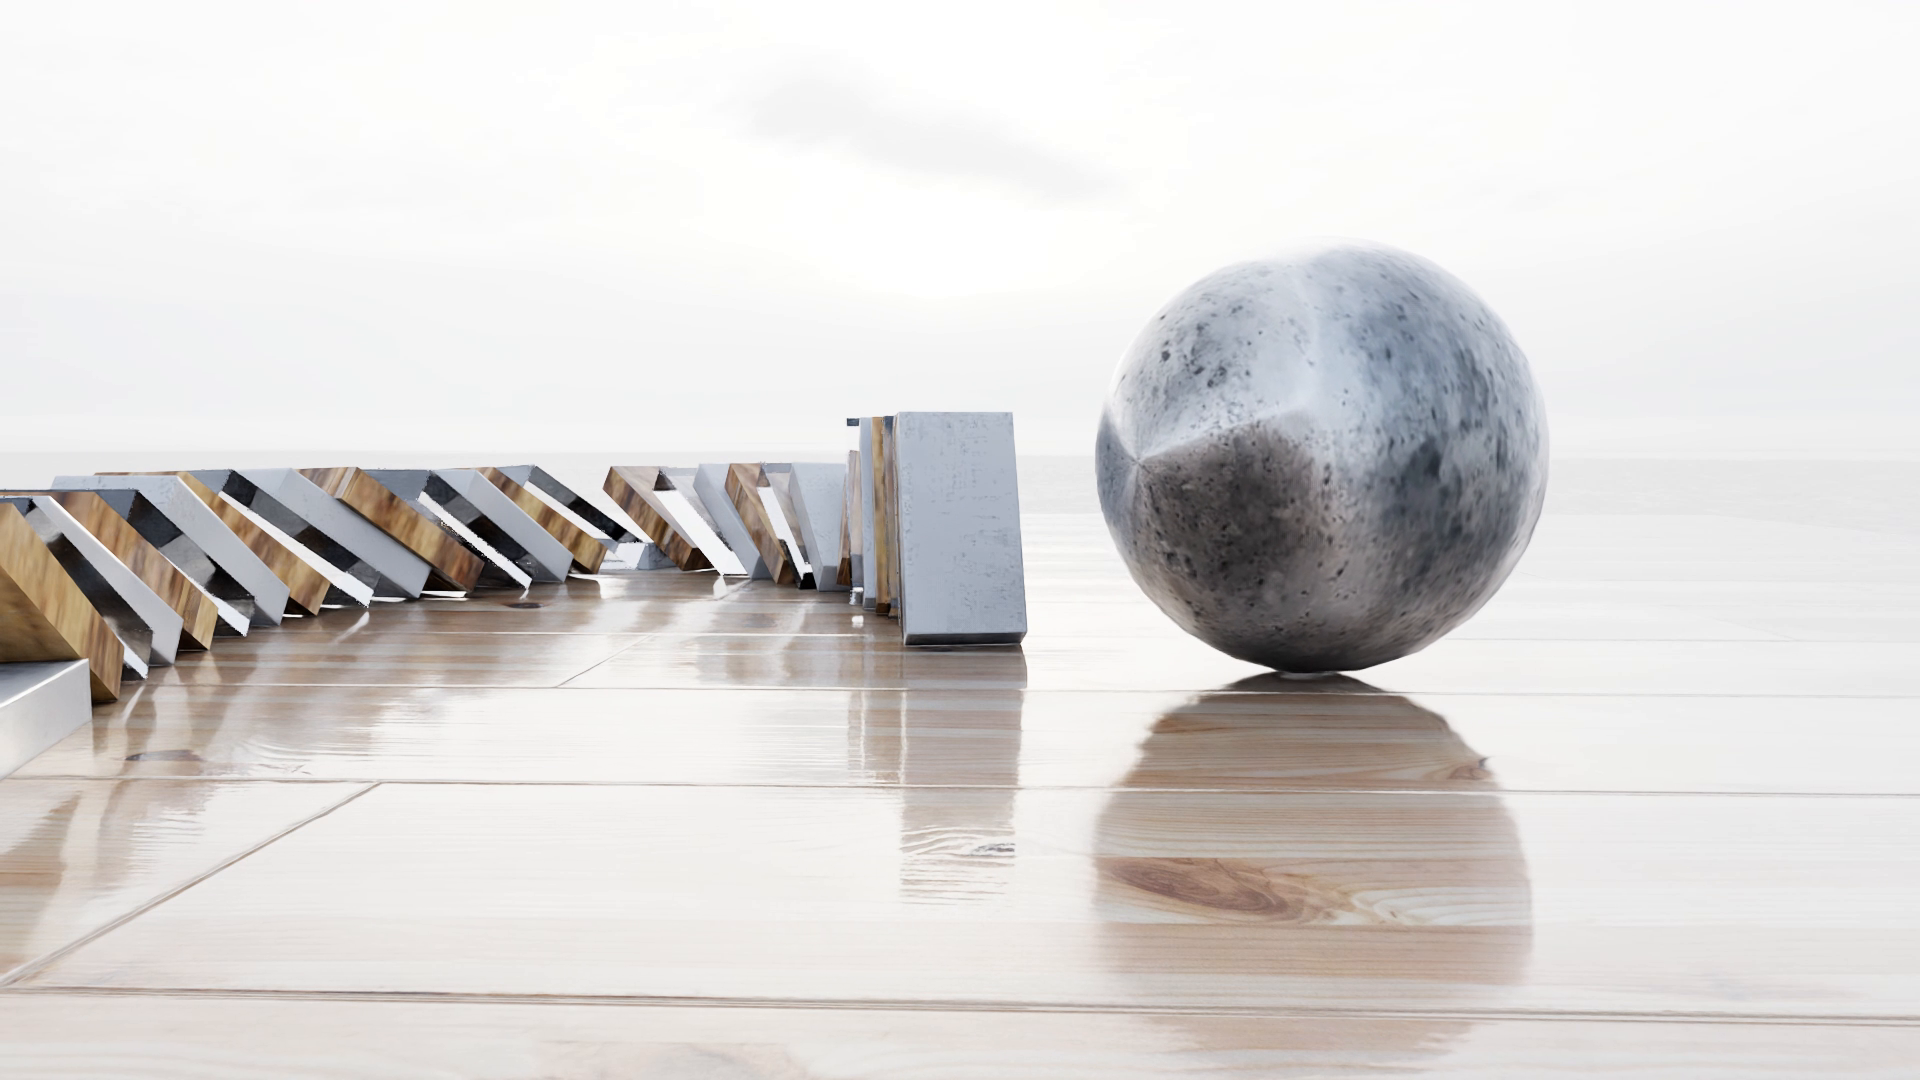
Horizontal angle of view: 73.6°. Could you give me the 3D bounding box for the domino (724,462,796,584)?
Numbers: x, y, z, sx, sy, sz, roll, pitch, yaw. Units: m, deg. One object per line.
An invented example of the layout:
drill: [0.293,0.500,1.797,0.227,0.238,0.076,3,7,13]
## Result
domino: [-0.055,-0.006,0.409,0.025,0.010,0.050,-3,40,-32]

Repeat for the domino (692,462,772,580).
domino: [-0.066,-0.007,0.422,0.025,0.010,0.050,-3,40,-37]

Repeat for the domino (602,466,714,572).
domino: [-0.099,-0.008,0.445,0.050,0.010,0.025,40,25,29]

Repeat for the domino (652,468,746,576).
domino: [-0.081,-0.007,0.435,0.025,0.010,0.050,-4,37,-43]

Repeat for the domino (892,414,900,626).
domino: [-0.003,-0.005,0.307,0.025,0.050,0.009,-1,-20,-7]

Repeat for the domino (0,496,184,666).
domino: [-0.162,0.009,0.225,0.025,0.009,0.050,-1,-27,-7]

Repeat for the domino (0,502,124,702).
domino: [-0.146,0.011,0.190,0.025,0.010,0.050,-2,-27,-17]

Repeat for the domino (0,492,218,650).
domino: [-0.166,0.007,0.244,0.025,0.009,0.050,0,-27,-5]

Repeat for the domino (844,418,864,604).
domino: [-0.018,-0.008,0.347,0.025,0.050,0.009,-1,-20,-9]

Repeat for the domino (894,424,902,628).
domino: [-0.002,-0.004,0.296,0.025,0.050,0.010,-1,-20,-7]

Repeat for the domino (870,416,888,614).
domino: [-0.009,-0.007,0.327,0.025,0.050,0.009,-1,-20,-7]

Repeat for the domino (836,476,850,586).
domino: [-0.021,-0.005,0.370,0.025,0.010,0.050,9,36,-9]

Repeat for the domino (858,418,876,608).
domino: [-0.013,-0.007,0.337,0.025,0.050,0.010,-1,-20,-7]

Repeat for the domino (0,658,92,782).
domino: [-0.138,0.025,0.170,0.025,0.009,0.050,-2,5,-20]

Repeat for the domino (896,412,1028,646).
domino: [0.000,-0.003,0.275,0.025,0.050,0.010,-1,-20,-7]

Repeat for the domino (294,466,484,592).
domino: [-0.157,-0.002,0.349,0.025,0.010,0.050,0,-30,24]

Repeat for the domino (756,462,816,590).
domino: [-0.044,-0.005,0.395,0.025,0.009,0.050,-2,40,-26]

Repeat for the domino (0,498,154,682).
domino: [-0.154,0.010,0.207,0.025,0.009,0.050,-2,-27,-13]

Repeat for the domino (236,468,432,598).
domino: [-0.166,-0.001,0.334,0.025,0.010,0.050,0,-30,25]

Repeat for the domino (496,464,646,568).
domino: [-0.129,-0.007,0.414,0.025,0.010,0.050,-1,-30,35]

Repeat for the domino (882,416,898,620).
domino: [-0.006,-0.006,0.317,0.025,0.050,0.010,-1,-20,-7]

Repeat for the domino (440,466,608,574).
domino: [-0.137,-0.005,0.399,0.025,0.010,0.050,0,-29,33]

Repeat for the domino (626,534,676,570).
domino: [-0.121,0.004,0.454,0.050,0.010,0.025,2,5,29]

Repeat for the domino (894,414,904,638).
domino: [-0.001,-0.004,0.286,0.025,0.050,0.010,-1,-20,-7]

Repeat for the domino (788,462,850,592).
domino: [-0.034,-0.005,0.381,0.025,0.010,0.050,1,39,-21]

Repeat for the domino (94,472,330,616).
domino: [-0.175,0.002,0.300,0.025,0.010,0.050,0,-30,15]

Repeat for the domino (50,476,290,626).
domino: [-0.172,0.003,0.281,0.025,0.010,0.050,0,-30,1]

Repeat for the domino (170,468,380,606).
domino: [-0.172,0.000,0.318,0.025,0.009,0.050,0,-30,22]

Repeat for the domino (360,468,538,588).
domino: [-0.145,-0.003,0.364,0.025,0.009,0.050,2,-29,21]

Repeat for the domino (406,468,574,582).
domino: [-0.140,-0.004,0.381,0.025,0.009,0.050,2,-29,21]

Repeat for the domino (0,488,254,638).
domino: [-0.169,0.006,0.263,0.025,0.009,0.050,0,-27,-3]

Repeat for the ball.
ball: [0.065,-0.015,0.237,0.080,0.080,0.080,0,4,0]
